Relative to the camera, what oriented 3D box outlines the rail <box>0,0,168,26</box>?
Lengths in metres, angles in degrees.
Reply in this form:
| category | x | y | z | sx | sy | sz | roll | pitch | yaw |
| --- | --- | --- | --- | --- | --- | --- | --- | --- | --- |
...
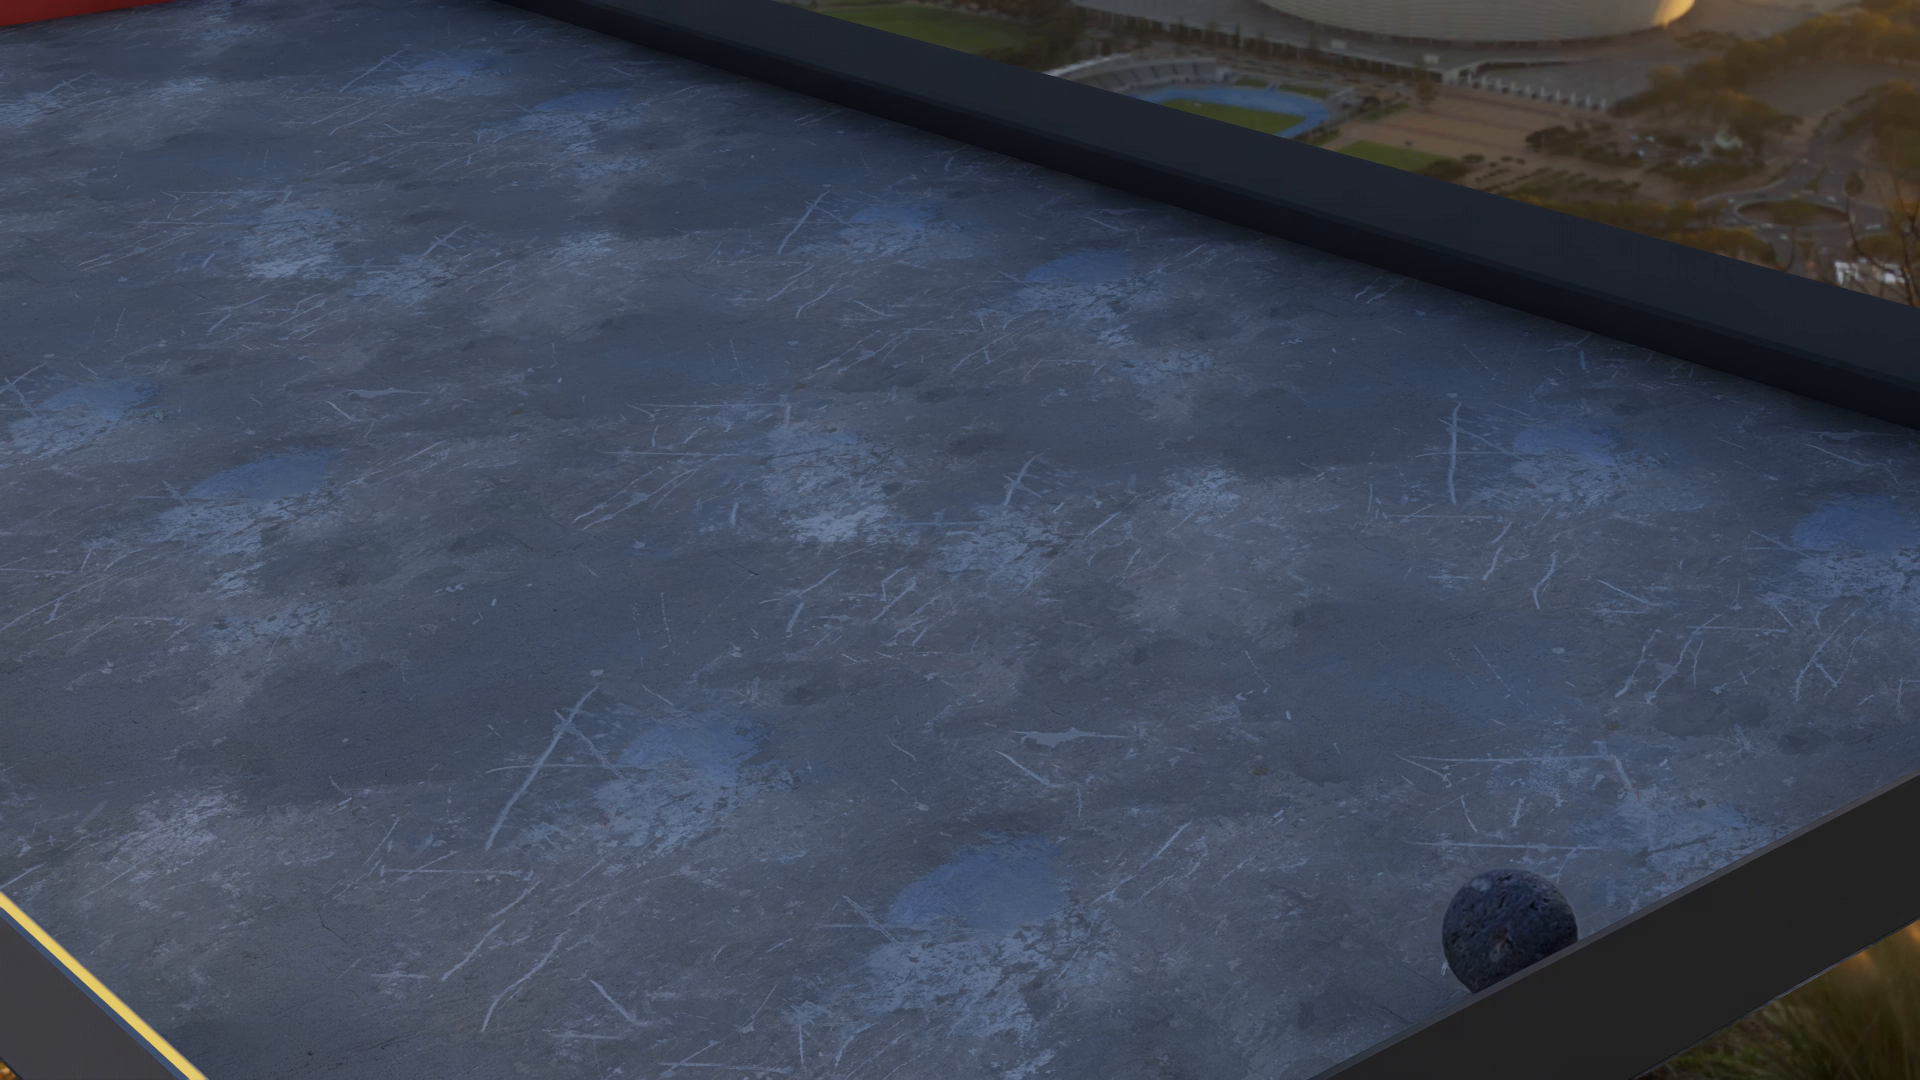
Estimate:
| category | x | y | z | sx | sy | sz | roll | pitch | yaw |
| --- | --- | --- | --- | --- | --- | --- | --- | --- | --- |
| rail | -1.622 | -0.755 | 4.220 | 1.847 | 0.116 | 0.045 | -18 | 28 | -37 |

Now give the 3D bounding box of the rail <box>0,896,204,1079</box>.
| category | x | y | z | sx | sy | sz | roll | pitch | yaw |
| --- | --- | --- | --- | --- | --- | --- | --- | --- | --- |
| rail | -1.233 | -0.050 | 2.503 | 0.045 | 0.116 | 3.386 | -18 | 28 | -37 |

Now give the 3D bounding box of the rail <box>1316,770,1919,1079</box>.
| category | x | y | z | sx | sy | sz | roll | pitch | yaw |
| --- | --- | --- | --- | --- | --- | --- | --- | --- | --- |
| rail | 0.530 | 0.214 | 1.858 | 1.847 | 0.116 | 0.045 | -18 | 28 | -37 |

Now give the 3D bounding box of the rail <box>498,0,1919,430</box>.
| category | x | y | z | sx | sy | sz | roll | pitch | yaw |
| --- | --- | --- | --- | --- | --- | --- | --- | --- | --- |
| rail | 0.142 | -0.491 | 3.575 | 0.045 | 0.116 | 3.386 | -18 | 28 | -37 |

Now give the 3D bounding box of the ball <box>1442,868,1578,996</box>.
| category | x | y | z | sx | sy | sz | roll | pitch | yaw |
| --- | --- | --- | --- | --- | --- | --- | --- | --- | --- |
| ball | 0.341 | 0.246 | 1.826 | 0.084 | 0.084 | 0.084 | 0 | 22 | 0 |
